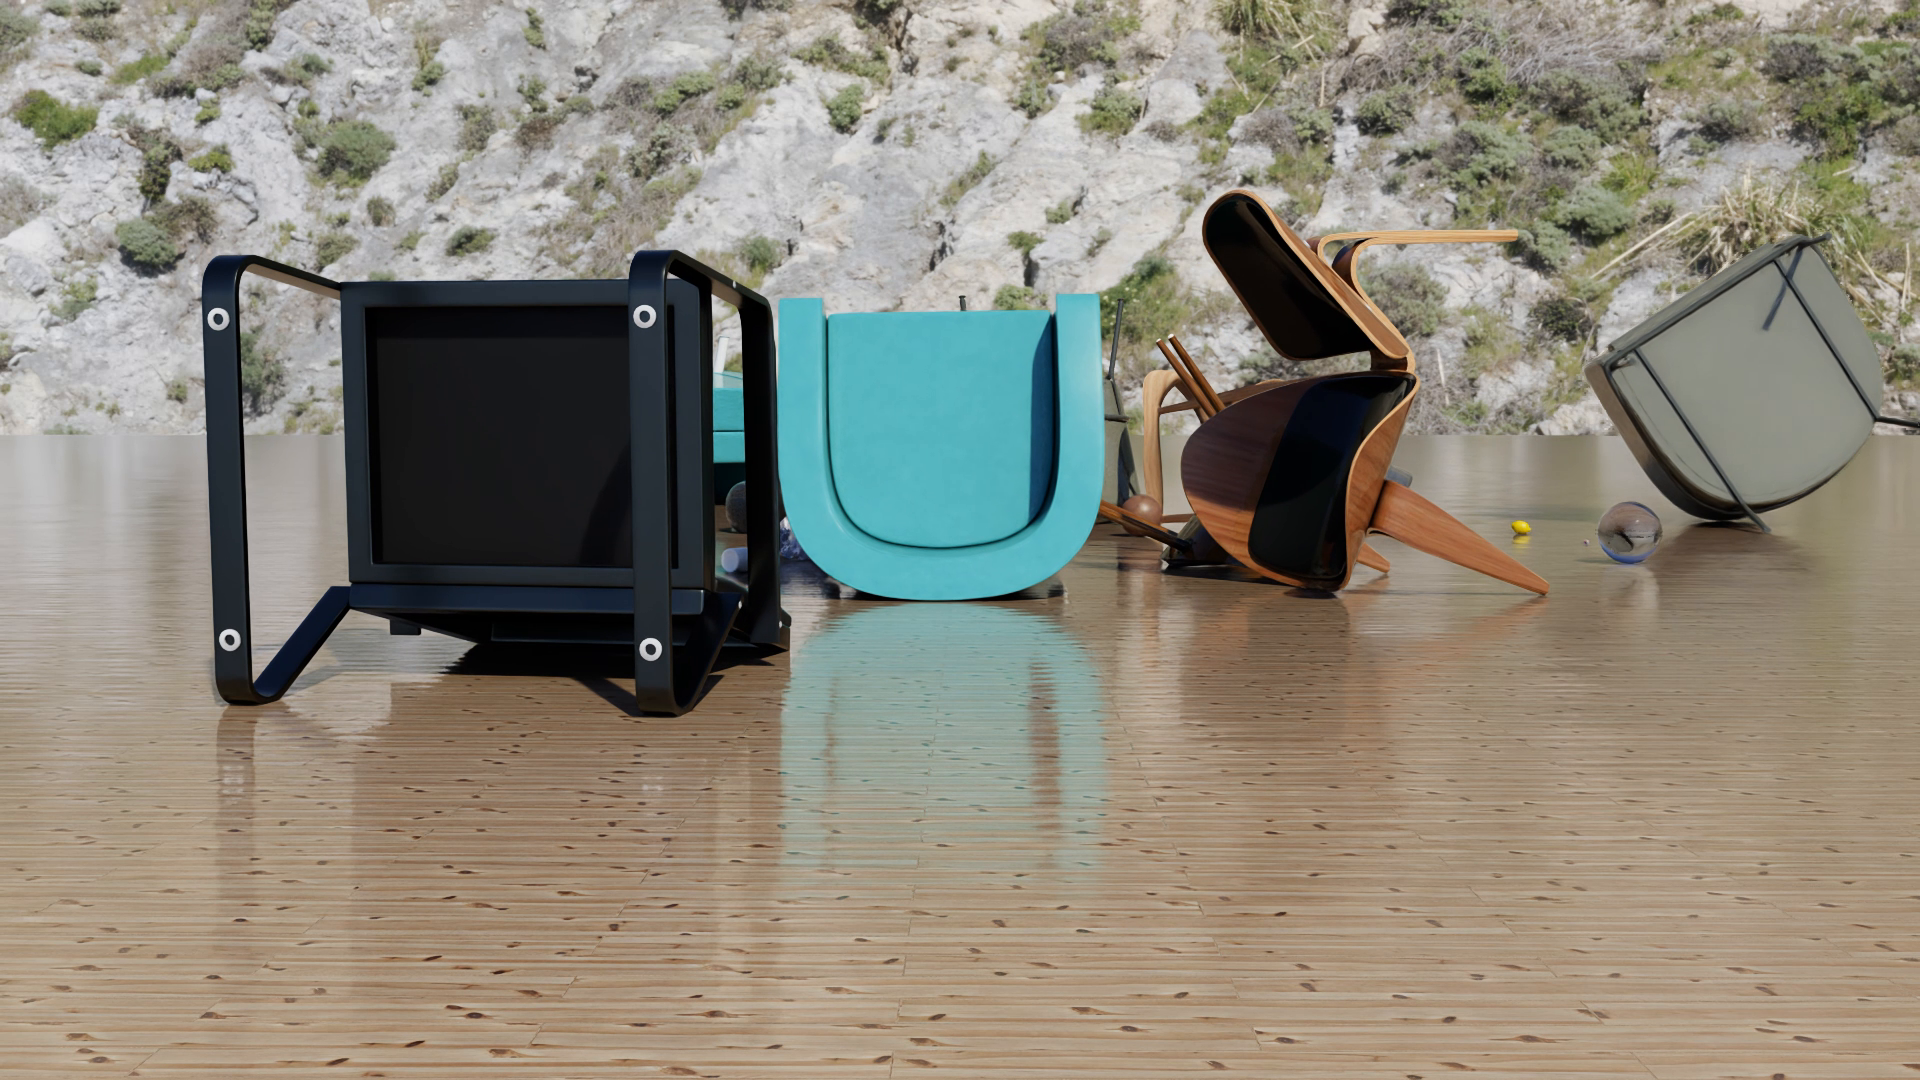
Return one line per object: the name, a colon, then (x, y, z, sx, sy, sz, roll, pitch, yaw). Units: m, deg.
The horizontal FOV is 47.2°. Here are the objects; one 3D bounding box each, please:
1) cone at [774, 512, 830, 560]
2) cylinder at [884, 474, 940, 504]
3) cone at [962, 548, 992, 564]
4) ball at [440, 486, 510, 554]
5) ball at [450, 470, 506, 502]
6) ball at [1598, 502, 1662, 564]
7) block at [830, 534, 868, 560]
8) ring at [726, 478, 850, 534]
cone: (-0.382, 0.015, 5.870, 0.157, 0.133, 0.185, 10, -12, 29)
cylinder: (-0.184, -0.198, 8.535, 0.192, 0.121, 0.255, 0, -2, 6)
cone: (0.035, 0.051, 5.655, 0.074, 0.042, 0.073, -16, -6, 18)
ball: (-1.318, -0.055, 5.980, 0.188, 0.188, 0.188, 0, 4, 0)
ball: (-1.594, -0.139, 7.268, 0.179, 0.179, 0.179, 0, 4, 0)
ball: (1.722, -0.019, 5.656, 0.160, 0.160, 0.160, 0, 4, 0)
block: (-0.295, 0.018, 5.829, 0.064, 0.063, 0.092, -2, 5, -31)
ring: (-0.543, -0.107, 6.915, 0.387, 0.165, 0.402, -5, 5, -39)
